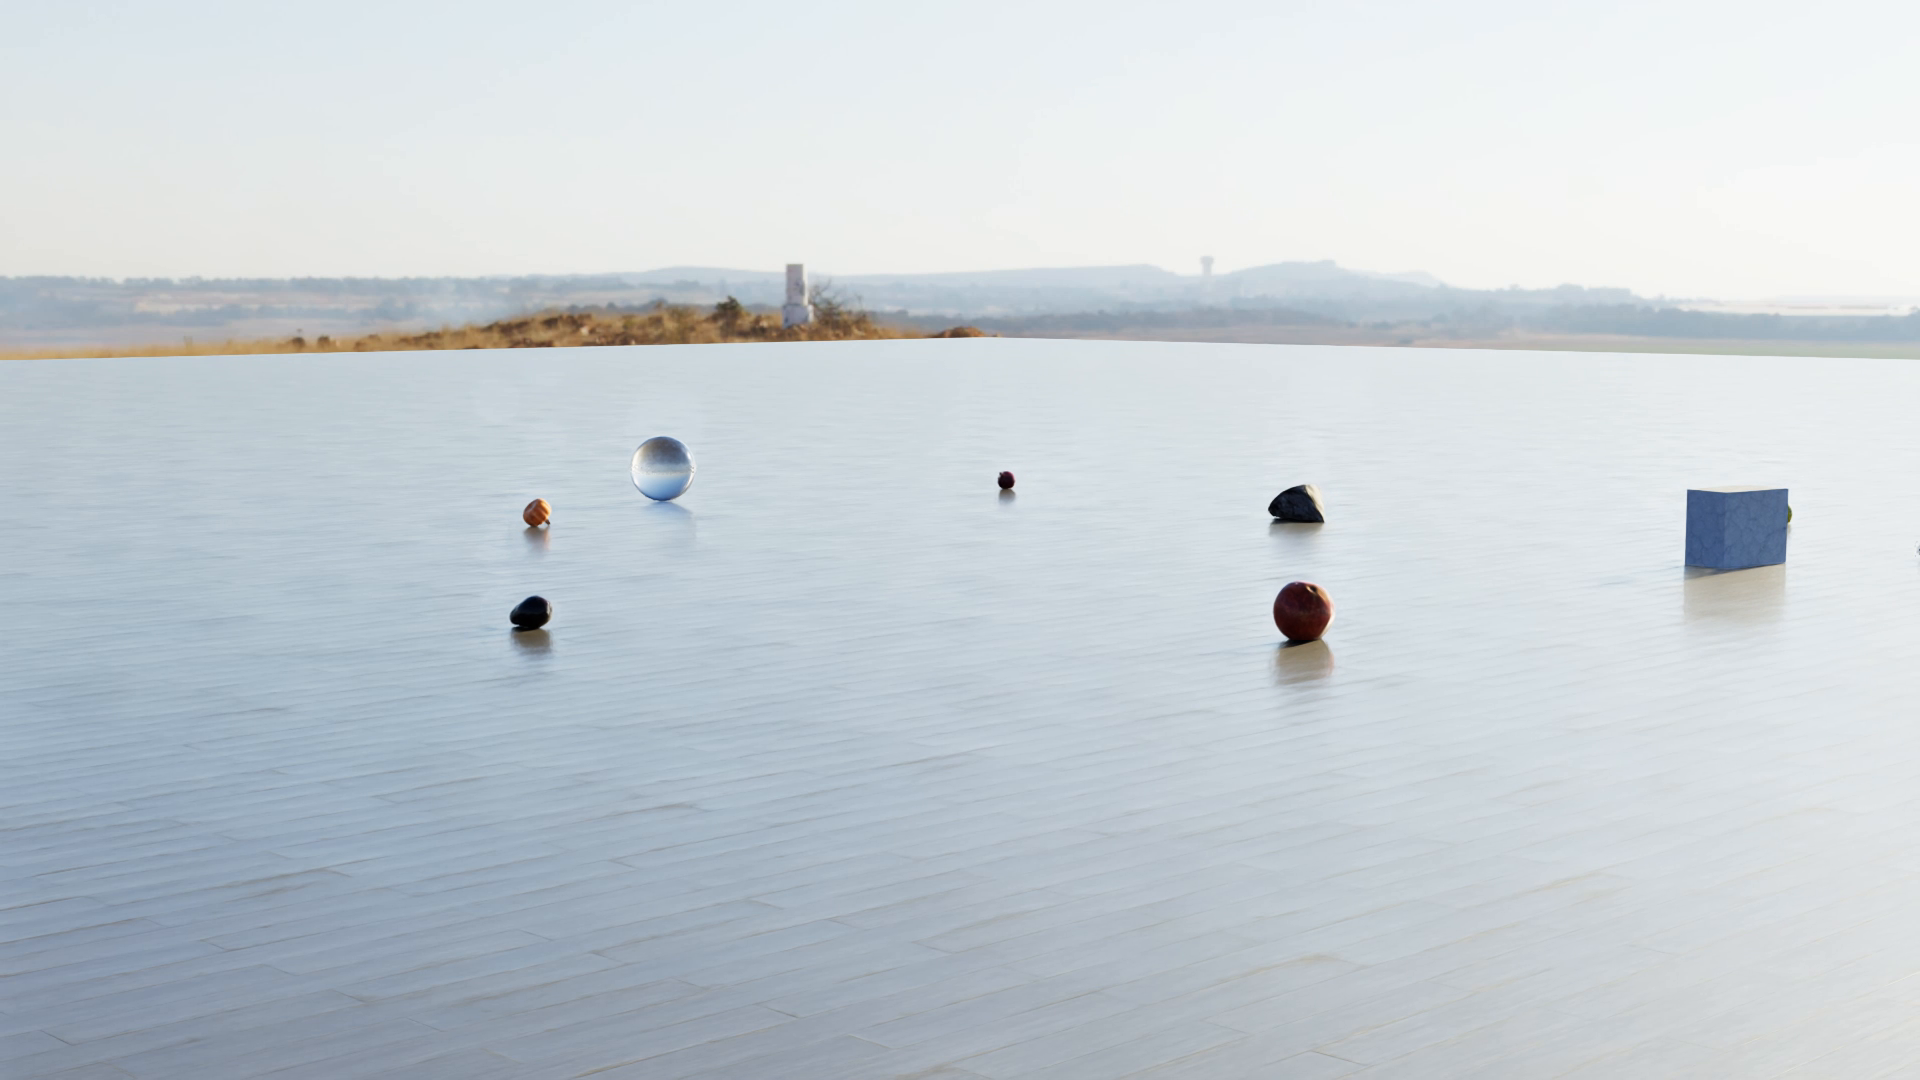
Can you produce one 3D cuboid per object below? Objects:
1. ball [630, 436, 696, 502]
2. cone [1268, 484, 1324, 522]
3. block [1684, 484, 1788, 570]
[{"bbox_3d":[-0.869,-0.209,7.504,0.193,0.193,0.193,0,6,0],"label":"ball"},{"bbox_3d":[0.945,-0.077,6.929,0.167,0.088,0.163,-18,28,-16],"label":"cone"},{"bbox_3d":[1.777,-0.031,5.870,0.213,0.173,0.112,-4,7,-33],"label":"block"}]
